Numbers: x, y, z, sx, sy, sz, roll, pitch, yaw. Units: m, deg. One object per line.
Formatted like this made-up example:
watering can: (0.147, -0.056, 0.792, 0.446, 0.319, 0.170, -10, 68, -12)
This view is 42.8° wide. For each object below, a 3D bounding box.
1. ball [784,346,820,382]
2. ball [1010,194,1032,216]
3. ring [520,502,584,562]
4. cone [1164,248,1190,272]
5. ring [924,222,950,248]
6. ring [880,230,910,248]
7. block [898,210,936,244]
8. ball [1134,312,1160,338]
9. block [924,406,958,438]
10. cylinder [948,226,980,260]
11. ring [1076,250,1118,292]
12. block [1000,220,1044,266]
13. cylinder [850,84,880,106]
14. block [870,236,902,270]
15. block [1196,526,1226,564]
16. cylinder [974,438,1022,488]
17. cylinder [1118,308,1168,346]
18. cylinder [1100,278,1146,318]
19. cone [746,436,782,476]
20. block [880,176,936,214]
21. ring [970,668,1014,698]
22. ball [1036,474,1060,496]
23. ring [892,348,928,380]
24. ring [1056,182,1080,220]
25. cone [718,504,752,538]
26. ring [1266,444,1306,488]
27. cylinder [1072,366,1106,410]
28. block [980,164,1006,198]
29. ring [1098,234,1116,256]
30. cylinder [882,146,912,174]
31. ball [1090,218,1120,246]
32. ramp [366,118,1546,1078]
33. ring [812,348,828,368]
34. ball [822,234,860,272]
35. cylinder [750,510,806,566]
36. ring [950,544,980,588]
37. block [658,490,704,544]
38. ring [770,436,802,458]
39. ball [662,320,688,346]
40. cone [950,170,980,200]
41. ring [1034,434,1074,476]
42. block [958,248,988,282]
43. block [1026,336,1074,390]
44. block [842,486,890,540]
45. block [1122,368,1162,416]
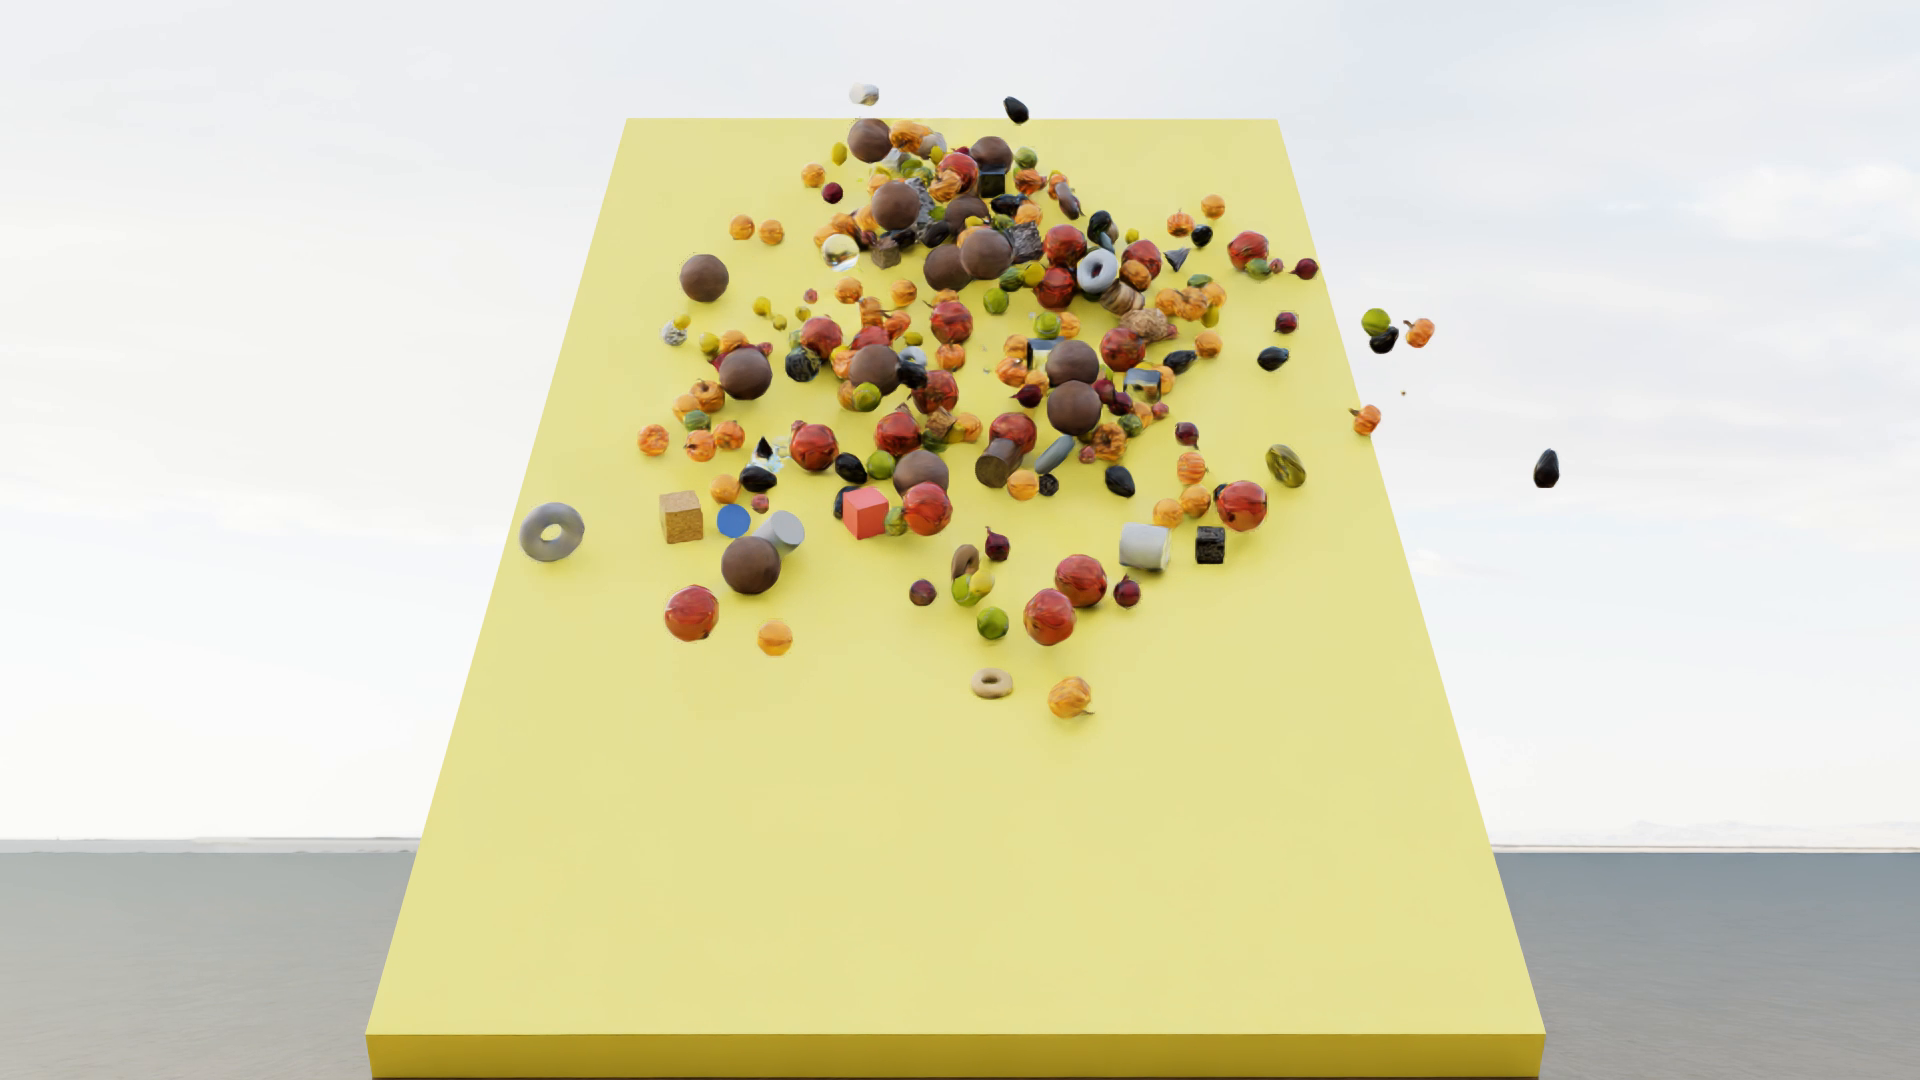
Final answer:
ball: (-0.391, -0.436, 6.080, 0.090, 0.090, 0.090, 0, -7, 0)
ball: (0.172, -0.947, 6.921, 0.060, 0.060, 0.060, 0, -7, 0)
ring: (-0.892, -0.017, 5.353, 0.146, 0.146, 0.049, 5, 30, -32)
cone: (0.596, -0.769, 6.608, 0.068, 0.068, 0.068, -35, -8, 0)
ring: (-0.061, -0.821, 6.584, 0.087, 0.029, 0.087, -39, -18, -15)
ring: (-0.178, -0.828, 6.759, 0.091, 0.030, 0.091, 0, 30, 0)
block: (-0.117, -0.861, 6.734, 0.065, 0.065, 0.065, -13, 40, -37)
ball: (0.465, -0.535, 6.096, 0.067, 0.067, 0.067, 0, -7, 0)
block: (-0.044, -0.274, 5.699, 0.051, 0.051, 0.051, 37, 15, 3)
cylinder: (0.014, -0.811, 6.693, 0.073, 0.073, 0.073, -2, 31, 17)
ring: (0.355, -0.693, 6.320, 0.122, 0.122, 0.041, -5, -28, 35)
block: (0.164, -0.787, 6.500, 0.082, 0.082, 0.082, -16, -9, -13)
cylinder: (-0.271, -1.263, 6.943, 0.060, 0.060, 0.060, -12, 3, -44)
block: (-0.203, -0.779, 6.649, 0.059, 0.059, 0.059, -24, 39, -26)
block: (0.552, 0.012, 5.404, 0.060, 0.060, 0.060, 2, 32, 2)
cylinder: (0.089, -0.179, 5.676, 0.088, 0.088, 0.088, -4, 28, 27)
cylinder: (0.467, -0.543, 6.237, 0.089, 0.089, 0.089, -7, 4, 44)
cylinder: (0.421, -0.620, 6.345, 0.083, 0.083, 0.083, 30, -21, -25)
cone: (-0.460, -0.208, 5.721, 0.087, 0.087, 0.087, 0, 32, 0)
block: (-0.144, -0.941, 6.814, 0.096, 0.096, 0.096, -36, 16, -15)
ring: (0.065, 0.291, 4.986, 0.088, 0.029, 0.088, 0, 33, 0)
ball: (0.202, -0.126, 5.626, 0.052, 0.052, 0.052, 0, -7, 0)
ring: (-0.125, -0.438, 6.098, 0.094, 0.094, 0.031, -3, -35, 24)
ring: (0.294, -0.926, 6.698, 0.038, 0.113, 0.113, -23, -11, 9)
cone: (-0.505, -0.046, 5.513, 0.077, 0.077, 0.077, 0, 9, 0)
ring: (0.749, -0.169, 5.630, 0.039, 0.117, 0.117, -36, 5, -19)
cylinder: (0.314, -0.369, 5.957, 0.079, 0.079, 0.079, 5, -24, 2)
block: (0.094, -1.033, 7.043, 0.071, 0.071, 0.071, -1, 34, 3)
ring: (0.388, -0.774, 6.470, 0.027, 0.080, 0.080, -22, -8, 0)
cylinder: (-0.187, -1.114, 7.180, 0.063, 0.063, 0.063, 26, 10, 36)
ball: (0.399, -0.847, 6.749, 0.078, 0.078, 0.078, 0, -7, 0)
ramp: (-0.015, -0.187, 5.866, 2.000, 0.100, 4.000, 0, 32, 0)
ring: (-0.373, -0.458, 6.171, 0.075, 0.075, 0.025, 1, -51, -8)
ball: (-0.315, -0.756, 6.443, 0.099, 0.099, 0.099, 0, -7, 0)
cylinder: (-0.401, -0.005, 5.363, 0.089, 0.089, 0.089, 6, -34, -41)
ring: (0.011, 0.056, 5.297, 0.033, 0.098, 0.098, 12, -1, 27)
block: (-0.624, -0.051, 5.475, 0.082, 0.082, 0.082, -9, 33, -14)
ring: (-0.415, -0.219, 5.794, 0.083, 0.028, 0.083, -3, 32, 2)
ball: (-0.728, -0.526, 6.242, 0.066, 0.066, 0.066, 0, -7, 0)
cone: (0.011, -1.017, 7.011, 0.087, 0.087, 0.087, 1, -7, 7)
ring: (0.217, -0.195, 5.617, 0.038, 0.115, 0.115, 44, -15, -5)
block: (0.034, -0.740, 6.595, 0.058, 0.058, 0.058, 23, 39, 32)
block: (0.222, -0.441, 6.086, 0.095, 0.095, 0.095, -6, 33, -10)
block: (-0.210, -0.061, 5.496, 0.080, 0.080, 0.080, -15, 35, -23)
block: (0.444, -0.361, 5.973, 0.082, 0.082, 0.082, 8, 33, 12)
